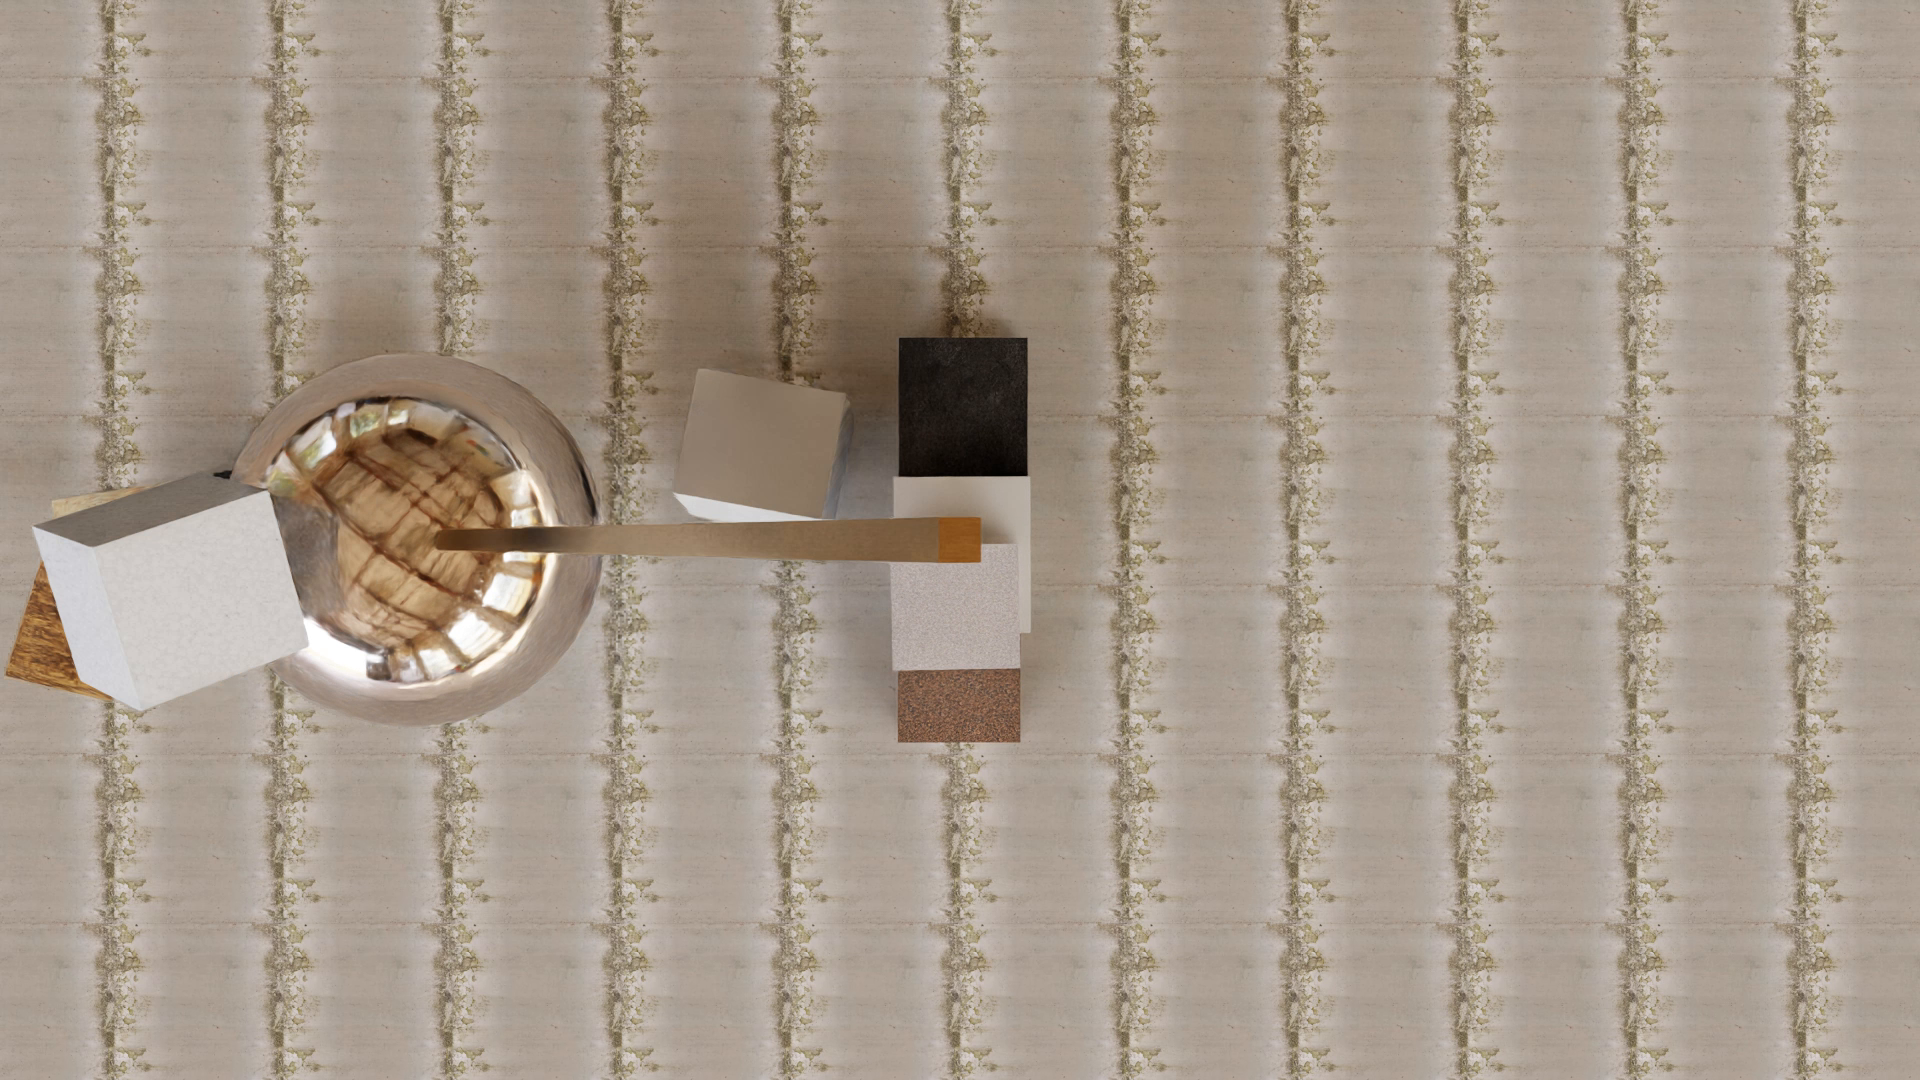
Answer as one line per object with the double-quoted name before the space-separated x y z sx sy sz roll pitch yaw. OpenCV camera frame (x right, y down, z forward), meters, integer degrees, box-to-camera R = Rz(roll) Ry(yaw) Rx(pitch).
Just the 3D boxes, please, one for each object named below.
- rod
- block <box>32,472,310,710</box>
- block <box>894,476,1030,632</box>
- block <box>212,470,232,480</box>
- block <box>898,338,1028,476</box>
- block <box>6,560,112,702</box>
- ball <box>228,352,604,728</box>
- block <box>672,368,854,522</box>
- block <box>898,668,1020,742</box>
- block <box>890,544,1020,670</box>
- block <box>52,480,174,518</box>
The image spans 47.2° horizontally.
"rod" -1.008 0.000 6.259 0.080 5.200 0.080 0 90 -23
"block" -3.018 0.180 8.430 0.682 0.634 0.640 -23 112 -36
"block" 0.012 0.082 12.598 0.759 0.804 0.867 0 90 0
"block" -4.052 -0.106 12.667 0.476 0.574 0.540 -11 85 -6
"block" 0.018 -0.746 12.658 0.721 0.685 0.774 0 90 0
"block" -3.831 0.374 9.542 0.437 0.435 0.526 18 84 -22
"ball" -2.326 0.000 9.393 1.600 1.600 1.600 0 90 0
"block" -1.104 -0.479 12.551 0.838 0.768 0.719 10 82 2
"block" -0.005 0.831 12.652 0.687 0.697 0.605 0 90 0
"block" -0.024 0.351 11.865 0.671 0.662 0.655 -1 90 0
"block" -4.736 0.048 12.504 0.643 0.630 0.629 -11 91 -18
